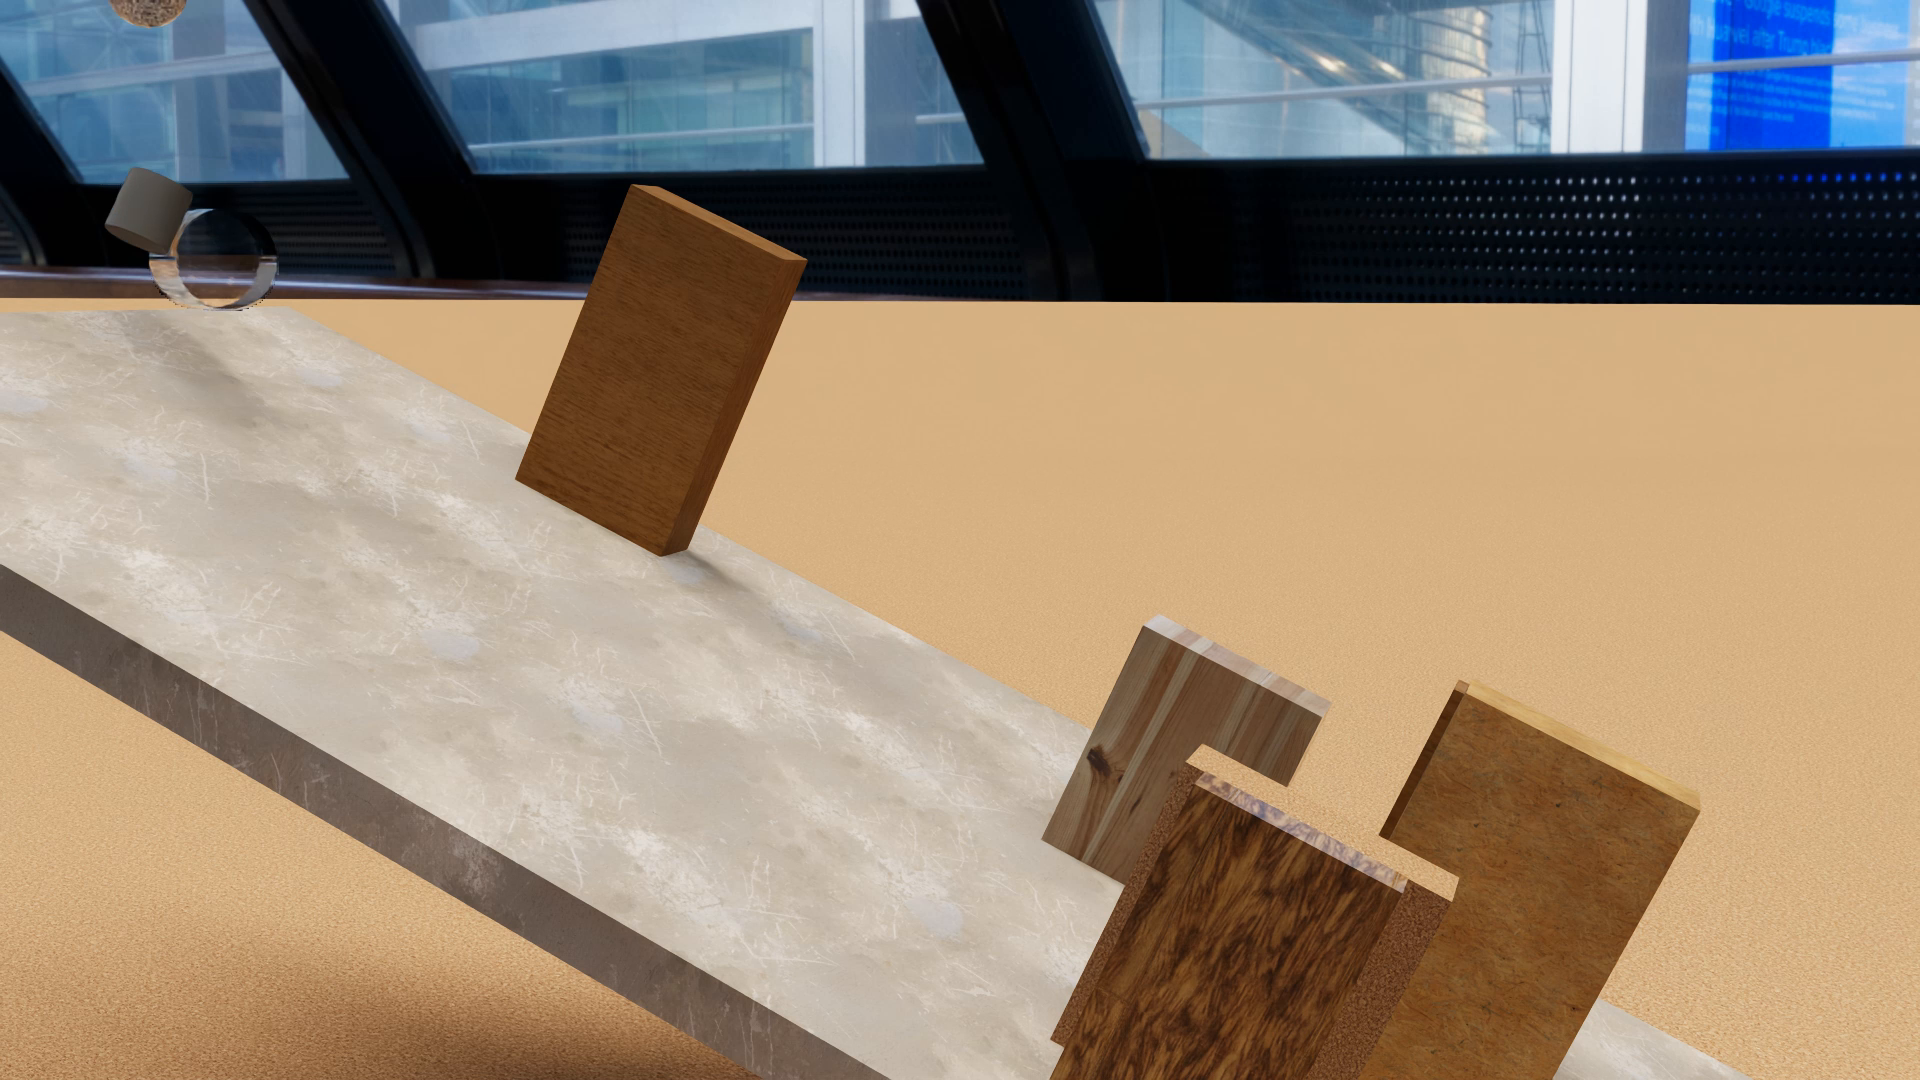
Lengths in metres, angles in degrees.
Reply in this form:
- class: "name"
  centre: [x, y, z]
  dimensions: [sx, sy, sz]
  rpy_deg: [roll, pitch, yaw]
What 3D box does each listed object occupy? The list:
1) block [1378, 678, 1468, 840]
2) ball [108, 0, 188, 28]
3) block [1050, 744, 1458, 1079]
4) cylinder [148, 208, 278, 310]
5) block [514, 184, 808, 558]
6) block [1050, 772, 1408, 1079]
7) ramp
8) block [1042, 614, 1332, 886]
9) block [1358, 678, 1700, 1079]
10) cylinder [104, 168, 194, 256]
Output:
- class: "block"
  centre: [0.981, 0.607, 4.295]
  dimensions: [0.310, 0.584, 0.112]
  rpy_deg: [27, 14, 12]
- class: "ball"
  centre: [-1.686, -1.146, 4.558]
  dimensions: [0.165, 0.165, 0.165]
  rpy_deg: [0, 7, 0]
- class: "block"
  centre: [0.451, 0.648, 3.397]
  dimensions: [0.439, 0.502, 0.136]
  rpy_deg: [27, 14, 12]
- class: "cylinder"
  centre: [-1.588, -0.598, 4.675]
  dimensions: [0.210, 0.210, 0.210]
  rpy_deg: [-5, 9, -34]
- class: "block"
  centre: [-0.673, -0.379, 4.928]
  dimensions: [0.394, 0.723, 0.146]
  rpy_deg: [27, 14, 12]
- class: "block"
  centre: [0.367, 0.651, 3.132]
  dimensions: [0.318, 0.552, 0.082]
  rpy_deg: [27, 14, 12]
- class: "ramp"
  centre: [-0.270, 0.462, 4.173]
  dimensions: [4.000, 0.100, 2.000]
  rpy_deg: [27, 14, 12]
- class: "block"
  centre: [0.434, 0.444, 4.219]
  dimensions: [0.373, 0.472, 0.144]
  rpy_deg: [27, 14, 12]
- class: "block"
  centre: [0.878, 0.648, 3.681]
  dimensions: [0.406, 0.712, 0.137]
  rpy_deg: [27, 14, 12]
- class: "cylinder"
  centre: [-1.673, -0.678, 4.536]
  dimensions: [0.133, 0.133, 0.133]
  rpy_deg: [19, -12, 4]
